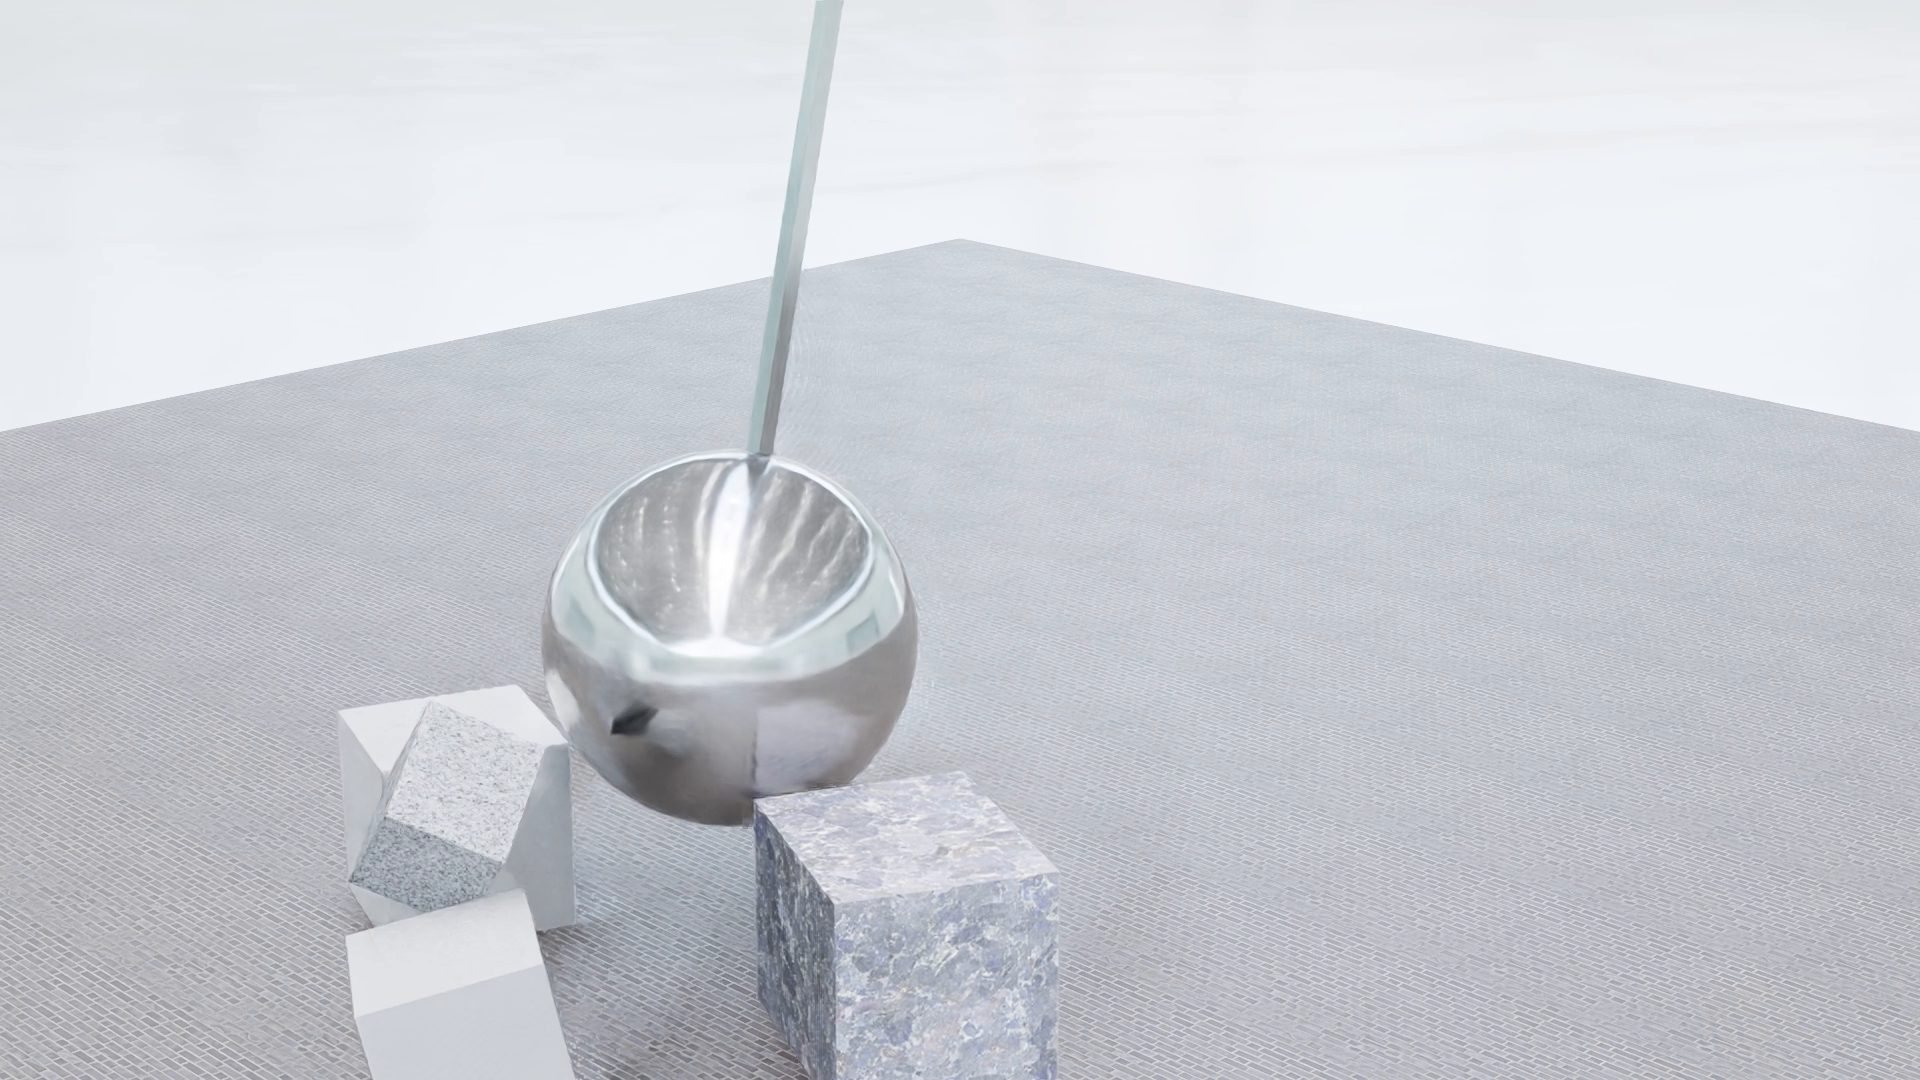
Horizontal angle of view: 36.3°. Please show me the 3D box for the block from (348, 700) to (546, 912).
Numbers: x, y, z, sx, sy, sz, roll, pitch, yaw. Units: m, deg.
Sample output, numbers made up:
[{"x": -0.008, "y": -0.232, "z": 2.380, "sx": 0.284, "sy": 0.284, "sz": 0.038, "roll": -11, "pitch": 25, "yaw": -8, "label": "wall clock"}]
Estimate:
[{"x": -2.031, "y": 1.087, "z": 11.599, "sx": 0.490, "sy": 0.605, "sz": 0.553, "roll": 24, "pitch": 51, "yaw": -12, "label": "block"}]

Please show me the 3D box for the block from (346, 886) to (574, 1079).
[{"x": -1.904, "y": 1.843, "z": 11.218, "sx": 0.707, "sy": 0.632, "sz": 0.719, "roll": -15, "pitch": 20, "yaw": -10, "label": "block"}]

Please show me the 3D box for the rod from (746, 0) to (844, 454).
[{"x": -0.422, "y": -2.908, "z": 11.985, "sx": 0.080, "sy": 5.200, "sz": 0.080, "roll": 17, "pitch": 11, "yaw": 42, "label": "rod"}]

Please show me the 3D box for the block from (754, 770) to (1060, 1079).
[{"x": -0.230, "y": 1.595, "z": 11.773, "sx": 0.907, "sy": 0.897, "sz": 1.098, "roll": -6, "pitch": 18, "yaw": -19, "label": "block"}]

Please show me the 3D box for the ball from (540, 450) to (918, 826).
[{"x": -0.975, "y": 0.415, "z": 12.450, "sx": 1.600, "sy": 1.600, "sz": 1.600, "roll": 0, "pitch": 17, "yaw": 0, "label": "ball"}]

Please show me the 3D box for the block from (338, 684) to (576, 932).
[{"x": -2.232, "y": 1.228, "z": 13.002, "sx": 0.820, "sy": 0.860, "sz": 0.799, "roll": -8, "pitch": 19, "yaw": -23, "label": "block"}]
